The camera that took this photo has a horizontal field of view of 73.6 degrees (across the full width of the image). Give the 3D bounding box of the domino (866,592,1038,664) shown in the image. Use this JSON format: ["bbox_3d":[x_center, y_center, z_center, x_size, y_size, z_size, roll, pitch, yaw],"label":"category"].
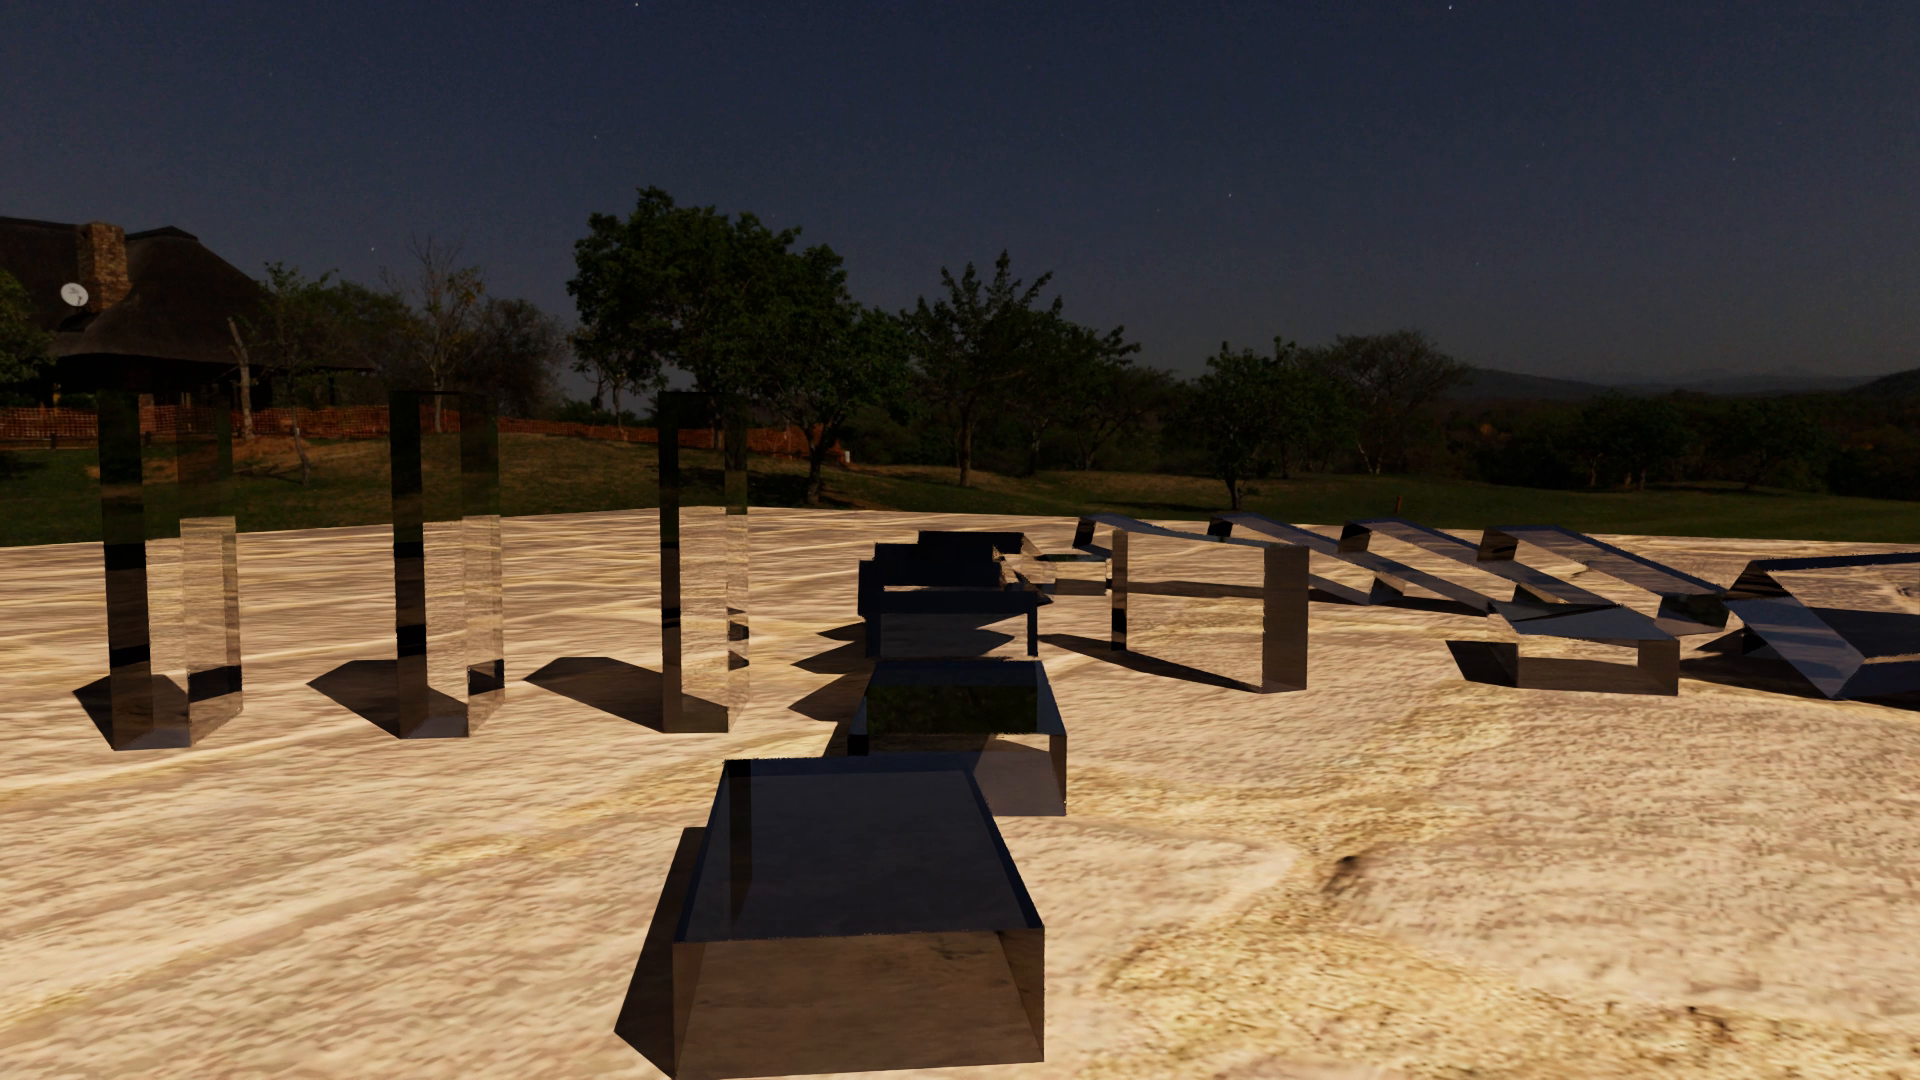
[{"bbox_3d":[-0.001,0.016,0.212,0.025,0.010,0.050,0,-9,0],"label":"domino"}]

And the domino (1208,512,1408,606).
[{"bbox_3d":[0.097,0.005,0.360,0.050,0.010,0.025,22,17,36],"label":"domino"}]

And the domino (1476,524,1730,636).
[{"bbox_3d":[0.152,0.009,0.306,0.025,0.010,0.050,-1,19,-26],"label":"domino"}]

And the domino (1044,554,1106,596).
[{"bbox_3d":[0.017,0.010,0.374,0.050,0.010,0.025,0,4,6],"label":"domino"}]

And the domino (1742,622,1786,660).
[{"bbox_3d":[0.183,0.018,0.267,0.025,0.009,0.050,4,6,43],"label":"domino"}]

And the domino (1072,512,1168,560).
[{"bbox_3d":[0.061,0.004,0.376,0.050,0.010,0.025,18,12,25],"label":"domino"}]

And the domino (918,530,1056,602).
[{"bbox_3d":[0.008,0.007,0.326,0.025,0.010,0.050,1,-10,14],"label":"domino"}]

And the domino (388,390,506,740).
[{"bbox_3d":[-0.078,0.003,0.196,0.009,0.050,0.025,-1,4,-8],"label":"domino"}]

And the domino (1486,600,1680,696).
[{"bbox_3d":[0.116,0.020,0.243,0.025,0.010,0.050,1,4,17],"label":"domino"}]

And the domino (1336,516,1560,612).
[{"bbox_3d":[0.128,0.006,0.336,0.025,0.010,0.050,-3,20,-39],"label":"domino"}]

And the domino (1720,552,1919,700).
[{"bbox_3d":[0.165,0.014,0.229,0.050,0.009,0.025,-2,39,-22],"label":"domino"}]

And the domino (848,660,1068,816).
[{"bbox_3d":[0.000,0.025,0.171,0.025,0.010,0.050,0,4,0],"label":"domino"}]

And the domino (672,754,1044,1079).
[{"bbox_3d":[-0.009,0.029,0.111,0.025,0.010,0.050,0,4,-6],"label":"domino"}]

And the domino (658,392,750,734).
[{"bbox_3d":[-0.039,0.003,0.199,0.010,0.050,0.025,0,4,-2],"label":"domino"}]

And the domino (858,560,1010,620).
[{"bbox_3d":[-0.003,0.013,0.251,0.025,0.009,0.050,0,-10,5],"label":"domino"}]

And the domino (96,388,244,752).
[{"bbox_3d":[-0.116,0.003,0.189,0.009,0.050,0.025,-1,4,-14],"label":"domino"}]

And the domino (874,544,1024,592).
[{"bbox_3d":[-0.001,0.010,0.289,0.025,0.010,0.050,1,-10,10],"label":"domino"}]

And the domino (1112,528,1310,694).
[{"bbox_3d":[0.046,0.012,0.242,0.010,0.025,0.050,-2,5,-24],"label":"domino"}]
